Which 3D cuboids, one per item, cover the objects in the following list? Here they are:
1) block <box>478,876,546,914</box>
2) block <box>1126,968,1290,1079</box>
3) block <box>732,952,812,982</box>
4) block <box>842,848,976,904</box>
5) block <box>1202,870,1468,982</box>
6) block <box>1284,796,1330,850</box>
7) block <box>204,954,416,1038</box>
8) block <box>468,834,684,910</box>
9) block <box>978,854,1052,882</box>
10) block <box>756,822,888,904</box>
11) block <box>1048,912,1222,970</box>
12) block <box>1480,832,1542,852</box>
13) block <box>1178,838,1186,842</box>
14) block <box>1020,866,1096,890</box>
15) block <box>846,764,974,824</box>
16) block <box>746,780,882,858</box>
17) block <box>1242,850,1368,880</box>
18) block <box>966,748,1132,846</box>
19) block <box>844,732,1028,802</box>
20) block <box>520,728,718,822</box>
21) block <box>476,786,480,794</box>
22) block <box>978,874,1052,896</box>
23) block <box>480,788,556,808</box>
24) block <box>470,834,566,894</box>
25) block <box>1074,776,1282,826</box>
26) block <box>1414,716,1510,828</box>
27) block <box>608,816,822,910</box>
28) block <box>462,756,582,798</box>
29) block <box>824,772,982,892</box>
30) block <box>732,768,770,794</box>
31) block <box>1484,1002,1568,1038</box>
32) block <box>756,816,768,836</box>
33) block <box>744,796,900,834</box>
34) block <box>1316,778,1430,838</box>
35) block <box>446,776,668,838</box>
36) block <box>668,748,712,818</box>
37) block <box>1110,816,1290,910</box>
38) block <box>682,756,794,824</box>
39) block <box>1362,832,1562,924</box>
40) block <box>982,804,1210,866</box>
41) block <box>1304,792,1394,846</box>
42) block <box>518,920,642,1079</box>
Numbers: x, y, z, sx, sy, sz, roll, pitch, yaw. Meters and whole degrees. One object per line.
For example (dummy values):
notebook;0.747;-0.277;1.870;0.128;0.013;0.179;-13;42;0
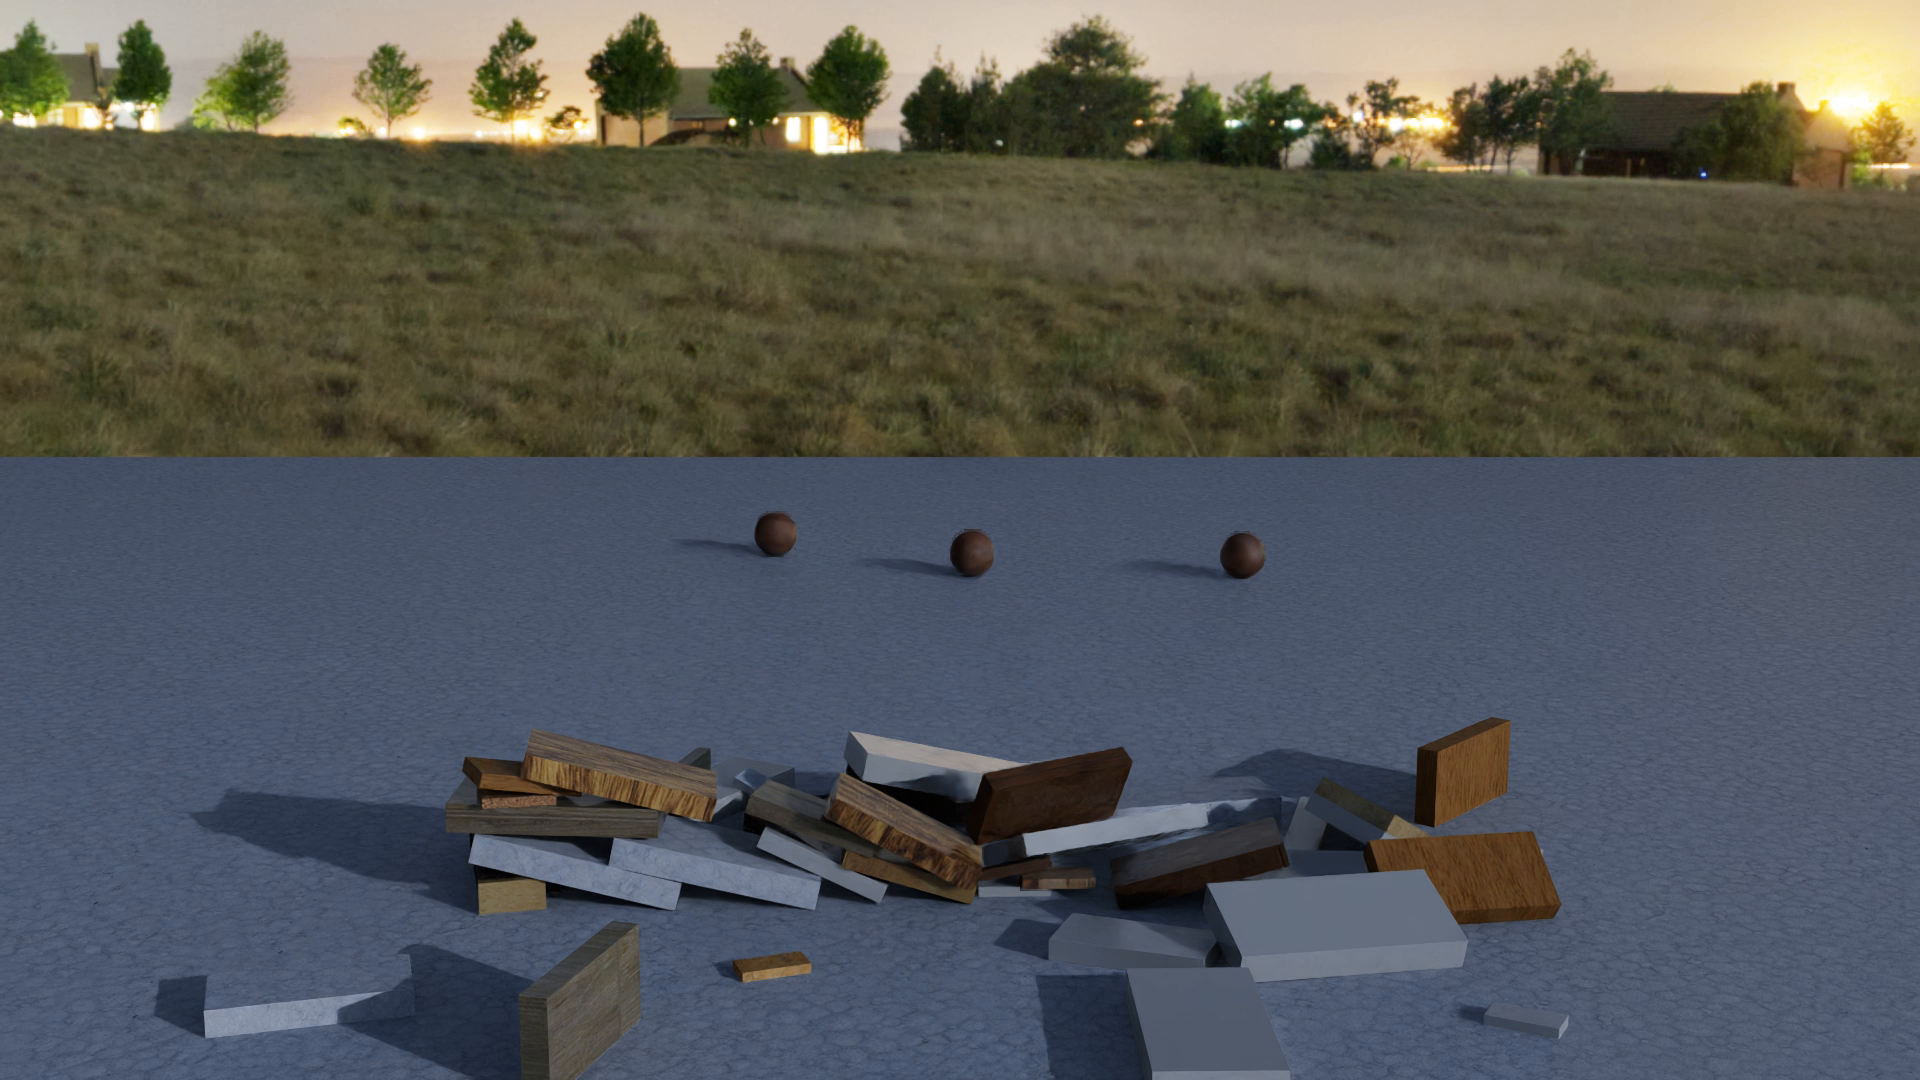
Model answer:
block;-0.730;0.578;3.584;0.107;0.054;0.015;-3;11;-15
block;0.336;0.682;3.036;0.180;0.051;0.359;0;11;-1
block;-0.284;0.646;3.328;0.107;0.015;0.054;-4;11;-21
block;-0.086;0.542;3.658;0.223;0.032;0.112;17;10;-6
block;0.573;0.591;3.375;0.359;0.051;0.180;-2;28;-12
block;0.615;0.534;3.923;0.063;0.018;0.453;3;11;15
block;-0.942;0.659;3.188;0.286;0.041;0.143;-3;11;-16
block;-0.627;0.526;3.655;0.343;0.049;0.171;14;10;-3
block;0.089;0.544;3.649;0.121;0.017;0.060;-11;-4;-5
block;-0.222;0.528;3.662;0.223;0.032;0.112;25;9;1
block;0.271;0.625;3.385;0.244;0.035;0.122;4;11;20
block;0.951;0.544;3.865;0.063;0.018;0.127;-10;14;-43
block;0.404;0.551;3.831;0.063;0.018;0.127;3;11;15
block;0.162;0.564;3.669;0.121;0.017;0.060;-1;11;-4
block;-0.063;0.463;4.080;0.284;0.040;0.142;18;7;42
block;-0.234;0.462;3.652;0.223;0.032;0.112;19;10;8
block;0.611;0.564;3.640;0.285;0.040;0.143;1;19;5
block;0.150;0.429;3.691;0.268;0.134;0.038;-8;44;-27
block;-0.001;0.433;4.056;0.402;0.051;0.180;12;5;-15
block;-0.558;0.385;3.612;0.315;0.040;0.142;15;10;-9
block;-0.739;0.404;3.647;0.118;0.017;0.059;0;11;-8
block;0.090;0.579;3.683;0.121;0.017;0.060;0;11;-2
block;-0.720;0.417;3.578;0.118;0.017;0.059;-1;11;-17
block;-0.765;0.547;3.792;0.143;0.041;0.286;-3;11;-15
block;0.392;0.490;4.095;0.384;0.041;0.143;-2;11;-13
block;0.944;0.433;4.124;0.041;0.143;0.286;9;14;40
block;-0.400;0.528;3.660;0.343;0.049;0.171;13;10;-3
block;-0.710;0.385;3.576;0.175;0.025;0.088;10;8;-32
block;-0.091;0.480;3.628;0.268;0.038;0.134;28;12;-6
block;-0.362;0.471;4.122;0.120;0.017;0.060;29;23;15
block;0.805;0.683;3.128;0.107;0.015;0.054;6;12;28
block;-0.267;0.511;3.895;0.176;0.025;0.088;-7;36;-11
block;-0.247;0.507;4.007;0.284;0.040;0.142;0;11;-2
block;0.745;0.495;3.919;0.122;0.035;0.244;31;-2;-23
block;-0.662;0.440;3.646;0.343;0.049;0.171;2;10;-1
block;-0.496;0.443;3.996;0.025;0.088;0.175;4;11;14
block;0.394;0.535;3.643;0.285;0.040;0.143;-16;10;4
block;-0.506;0.491;4.089;0.143;0.041;0.487;6;12;30
block;0.811;0.549;3.558;0.285;0.040;0.143;-2;48;-11
block;0.236;0.512;3.800;0.385;0.038;0.134;-4;-14;-32
block;0.711;0.513;3.827;0.122;0.035;0.244;30;-2;-23
block;-0.516;0.640;3.009;0.041;0.143;0.286;3;11;16
